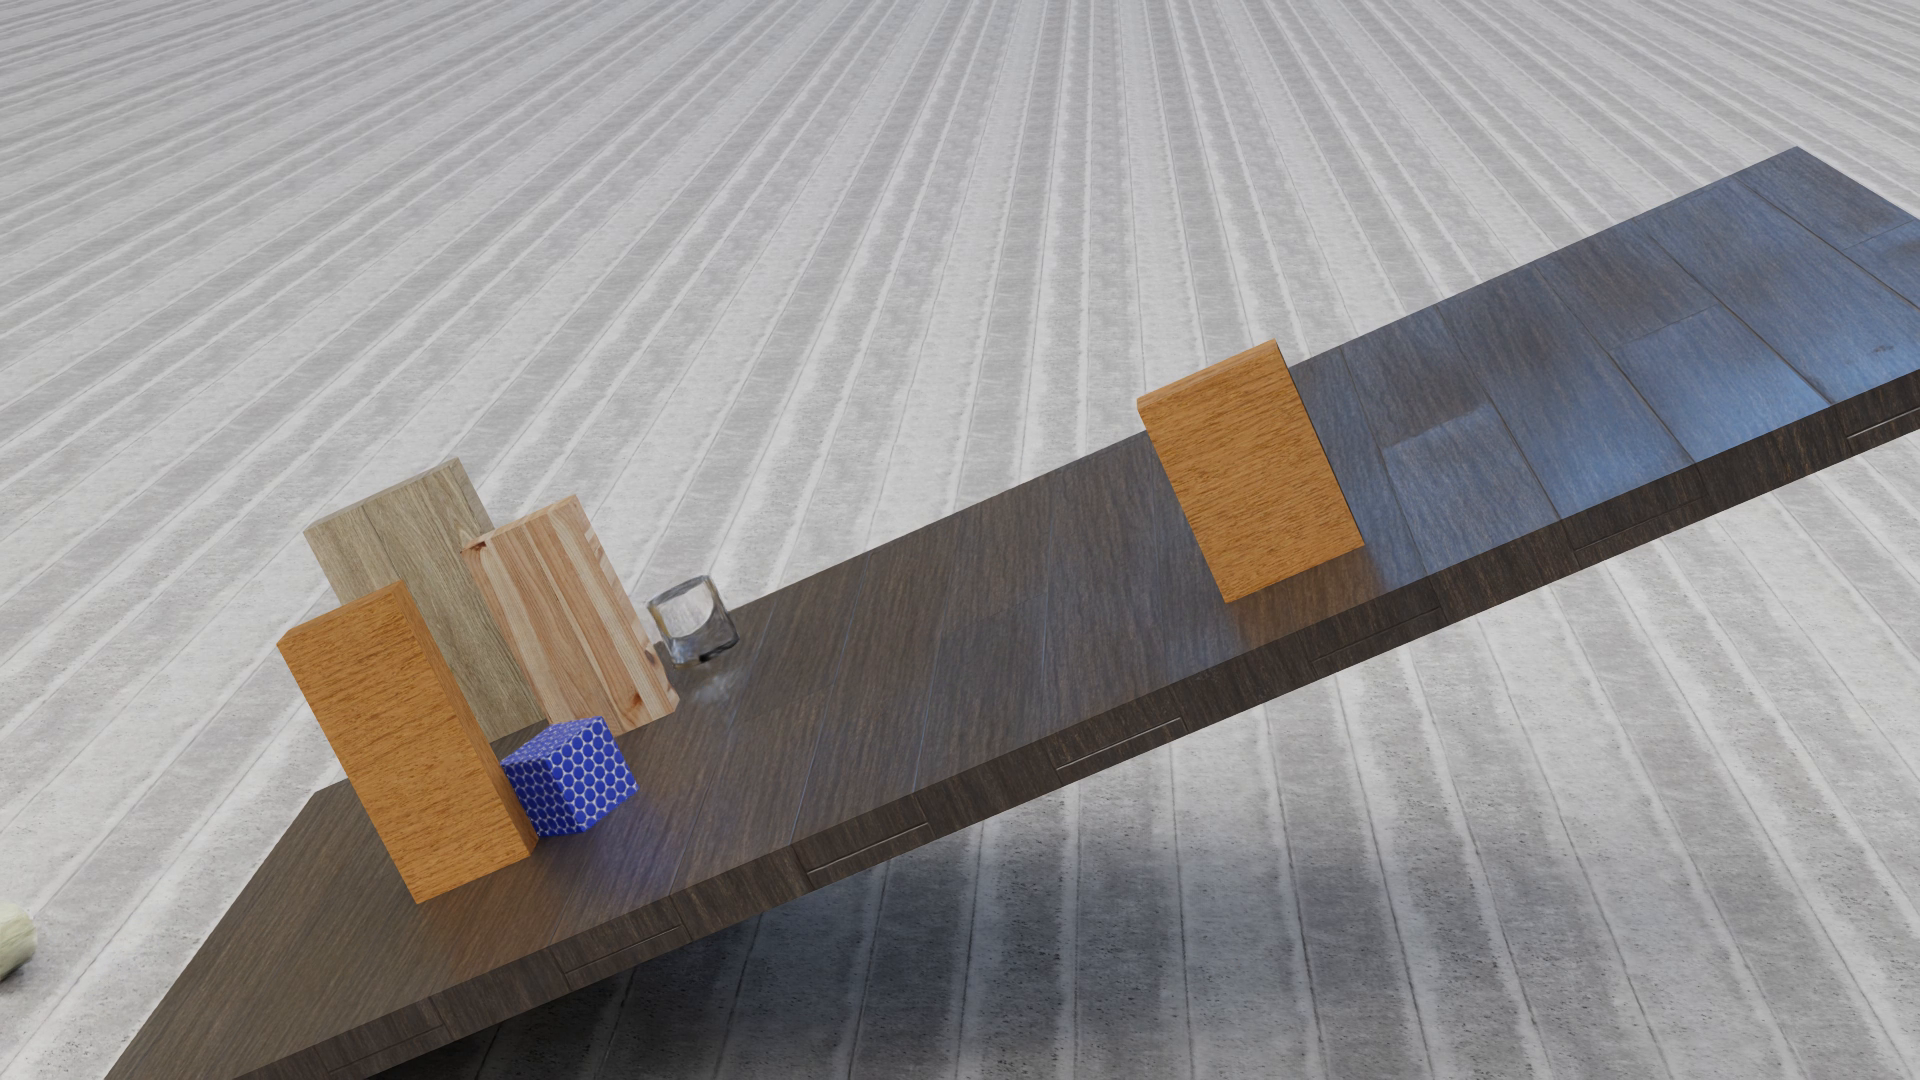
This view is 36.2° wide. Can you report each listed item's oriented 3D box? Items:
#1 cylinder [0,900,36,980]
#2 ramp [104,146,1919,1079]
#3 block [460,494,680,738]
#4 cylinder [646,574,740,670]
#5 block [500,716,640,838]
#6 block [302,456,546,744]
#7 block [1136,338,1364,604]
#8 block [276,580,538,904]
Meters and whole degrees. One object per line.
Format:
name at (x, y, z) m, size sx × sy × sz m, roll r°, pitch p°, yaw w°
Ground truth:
cylinder at (-2.191, 0.914, 6.600) m, size 0.166 × 0.166 × 0.166 m, roll 4°, pitch 16°, yaw 15°
ramp at (0.134, 0.169, 6.283) m, size 4.000 × 0.100 × 2.000 m, roll -23°, pitch 13°, yaw 9°
block at (-0.881, 0.196, 6.665) m, size 0.274 × 0.534 × 0.090 m, roll -23°, pitch 13°, yaw 9°
cylinder at (-0.619, 0.191, 6.833) m, size 0.165 × 0.165 × 0.165 m, roll -24°, pitch 10°, yaw 5°
block at (-0.824, 0.499, 6.166) m, size 0.178 × 0.178 × 0.178 m, roll -12°, pitch 18°, yaw 45°
block at (-1.256, 0.180, 7.151) m, size 0.401 × 0.660 × 0.095 m, roll -23°, pitch 13°, yaw 9°
block at (0.546, -0.129, 5.537) m, size 0.283 × 0.412 × 0.095 m, roll -23°, pitch 13°, yaw 9°
block at (-1.137, 0.419, 6.074) m, size 0.267 × 0.621 × 0.098 m, roll -23°, pitch 13°, yaw 9°
